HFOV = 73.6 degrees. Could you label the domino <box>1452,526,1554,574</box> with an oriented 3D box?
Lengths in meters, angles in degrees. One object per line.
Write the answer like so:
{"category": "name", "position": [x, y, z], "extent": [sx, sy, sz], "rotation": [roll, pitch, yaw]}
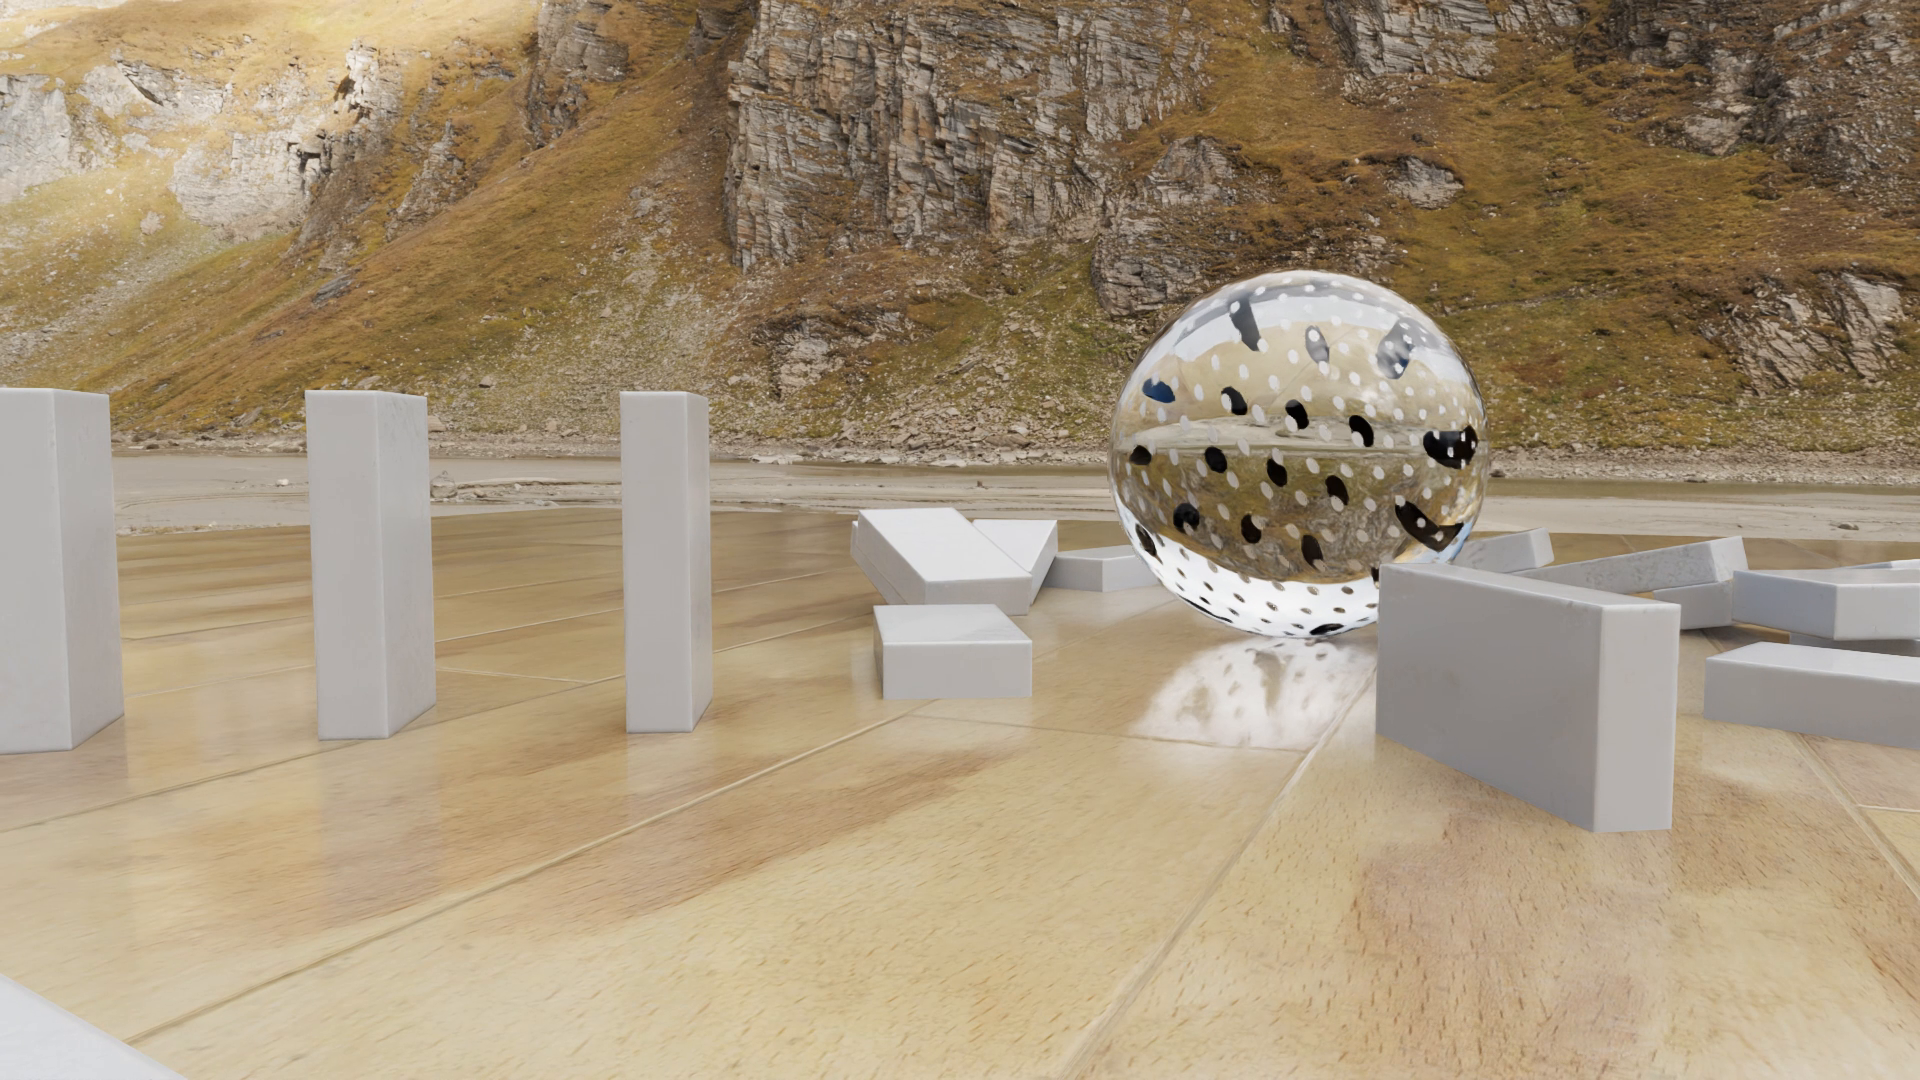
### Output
{"category": "domino", "position": [0.131, 0.006, 0.347], "extent": [0.050, 0.010, 0.025], "rotation": [-13, -4, 34]}

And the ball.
{"category": "ball", "position": [0.073, -0.018, 0.280], "extent": [0.080, 0.080, 0.080], "rotation": [0, 4, 0]}

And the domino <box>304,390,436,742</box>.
{"category": "domino", "position": [-0.089, 0.003, 0.195], "extent": [0.009, 0.050, 0.025], "rotation": [-1, 4, -7]}

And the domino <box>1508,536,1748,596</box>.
{"category": "domino", "position": [0.161, 0.009, 0.315], "extent": [0.025, 0.010, 0.050], "rotation": [-4, -7, -44]}

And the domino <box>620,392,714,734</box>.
{"category": "domino", "position": [-0.045, 0.003, 0.199], "extent": [0.009, 0.050, 0.025], "rotation": [0, 4, -4]}

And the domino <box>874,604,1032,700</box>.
{"category": "domino", "position": [-0.003, 0.020, 0.239], "extent": [0.025, 0.009, 0.050], "rotation": [0, 4, -6]}

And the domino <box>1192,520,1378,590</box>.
{"category": "domino", "position": [0.095, 0.004, 0.374], "extent": [0.050, 0.009, 0.025], "rotation": [-12, 0, 16]}

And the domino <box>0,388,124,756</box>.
{"category": "domino", "position": [-0.132, 0.004, 0.186], "extent": [0.009, 0.050, 0.025], "rotation": [-1, 5, -19]}

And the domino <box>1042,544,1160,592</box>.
{"category": "domino", "position": [0.048, 0.008, 0.395], "extent": [0.025, 0.009, 0.050], "rotation": [4, 6, 41]}

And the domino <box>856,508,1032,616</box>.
{"category": "domino", "position": [-0.005, 0.005, 0.302], "extent": [0.025, 0.010, 0.050], "rotation": [-2, 20, -22]}

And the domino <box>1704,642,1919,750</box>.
{"category": "domino", "position": [0.141, 0.024, 0.188], "extent": [0.025, 0.009, 0.050], "rotation": [-4, 6, -41]}

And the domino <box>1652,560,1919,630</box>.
{"category": "domino", "position": [0.180, 0.012, 0.274], "extent": [0.025, 0.009, 0.050], "rotation": [-2, -7, -27]}

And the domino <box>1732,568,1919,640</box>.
{"category": "domino", "position": [0.170, 0.011, 0.230], "extent": [0.050, 0.010, 0.025], "rotation": [0, 4, -5]}

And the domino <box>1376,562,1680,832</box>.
{"category": "domino", "position": [0.070, 0.018, 0.165], "extent": [0.009, 0.025, 0.050], "rotation": [-1, 4, -9]}

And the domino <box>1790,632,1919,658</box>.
{"category": "domino", "position": [0.174, 0.021, 0.227], "extent": [0.025, 0.010, 0.050], "rotation": [0, 4, 3]}

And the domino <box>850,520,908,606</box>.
{"category": "domino", "position": [-0.009, 0.007, 0.323], "extent": [0.025, 0.009, 0.050], "rotation": [-2, 20, -20]}

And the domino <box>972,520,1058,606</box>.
{"category": "domino", "position": [0.012, 0.005, 0.362], "extent": [0.025, 0.009, 0.050], "rotation": [1, 16, 12]}

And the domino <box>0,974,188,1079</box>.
{"category": "domino", "position": [-0.063, 0.033, 0.068], "extent": [0.050, 0.009, 0.025], "rotation": [3, 5, 34]}
